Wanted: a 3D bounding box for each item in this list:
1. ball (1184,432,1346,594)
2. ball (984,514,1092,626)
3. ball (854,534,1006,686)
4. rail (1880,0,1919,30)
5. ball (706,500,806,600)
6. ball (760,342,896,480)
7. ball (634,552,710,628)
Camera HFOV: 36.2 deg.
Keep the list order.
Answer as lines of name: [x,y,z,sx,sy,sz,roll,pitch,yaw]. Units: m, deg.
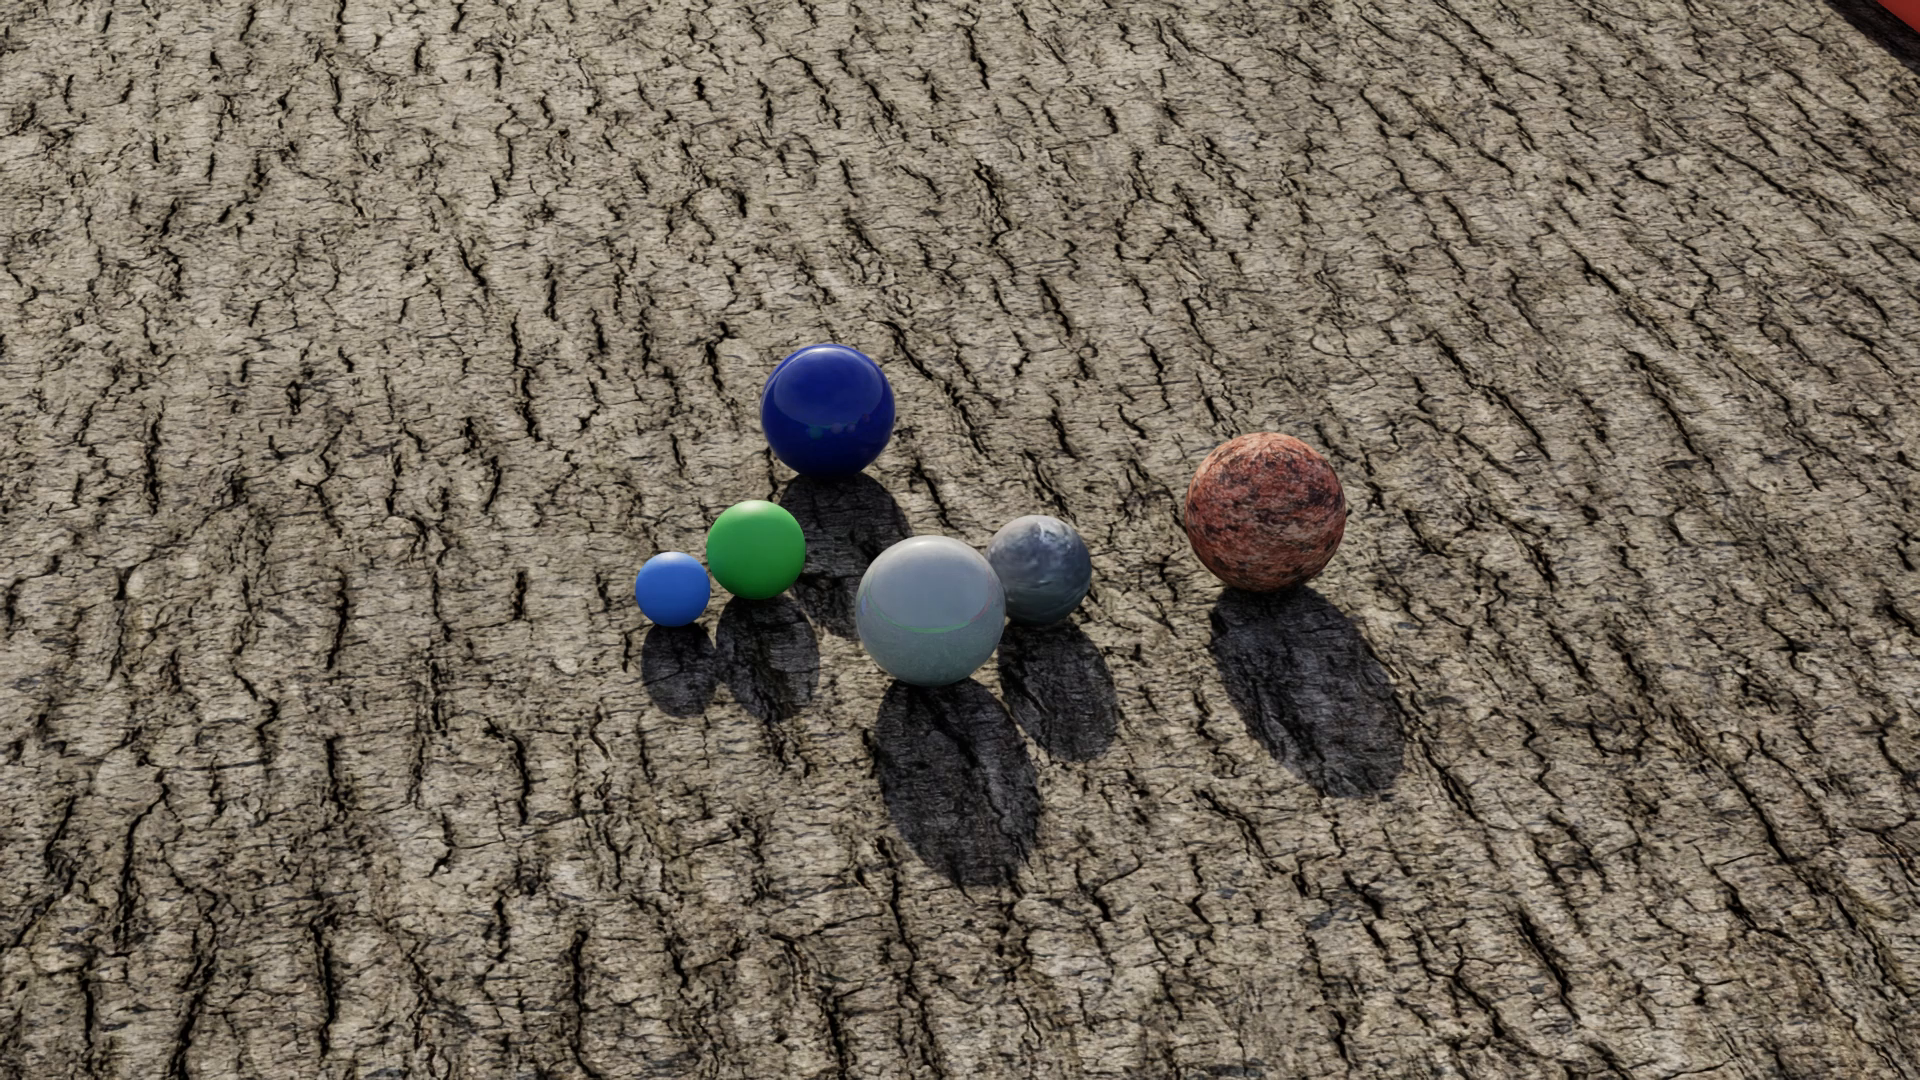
ball: [0.178,-0.016,1.718,0.094,0.094,0.094,0,30,0]
ball: [0.044,0.017,1.691,0.063,0.063,0.063,0,30,0]
ball: [-0.016,0.039,1.631,0.084,0.084,0.084,0,30,0]
rail: [0.782,-0.578,2.671,0.045,0.122,3.852,-5,30,-9]
ball: [-0.119,0.006,1.716,0.058,0.058,0.058,0,30,0]
ball: [-0.083,-0.080,1.839,0.086,0.086,0.086,0,30,0]
ball: [-0.165,0.028,1.691,0.044,0.044,0.044,0,30,0]
